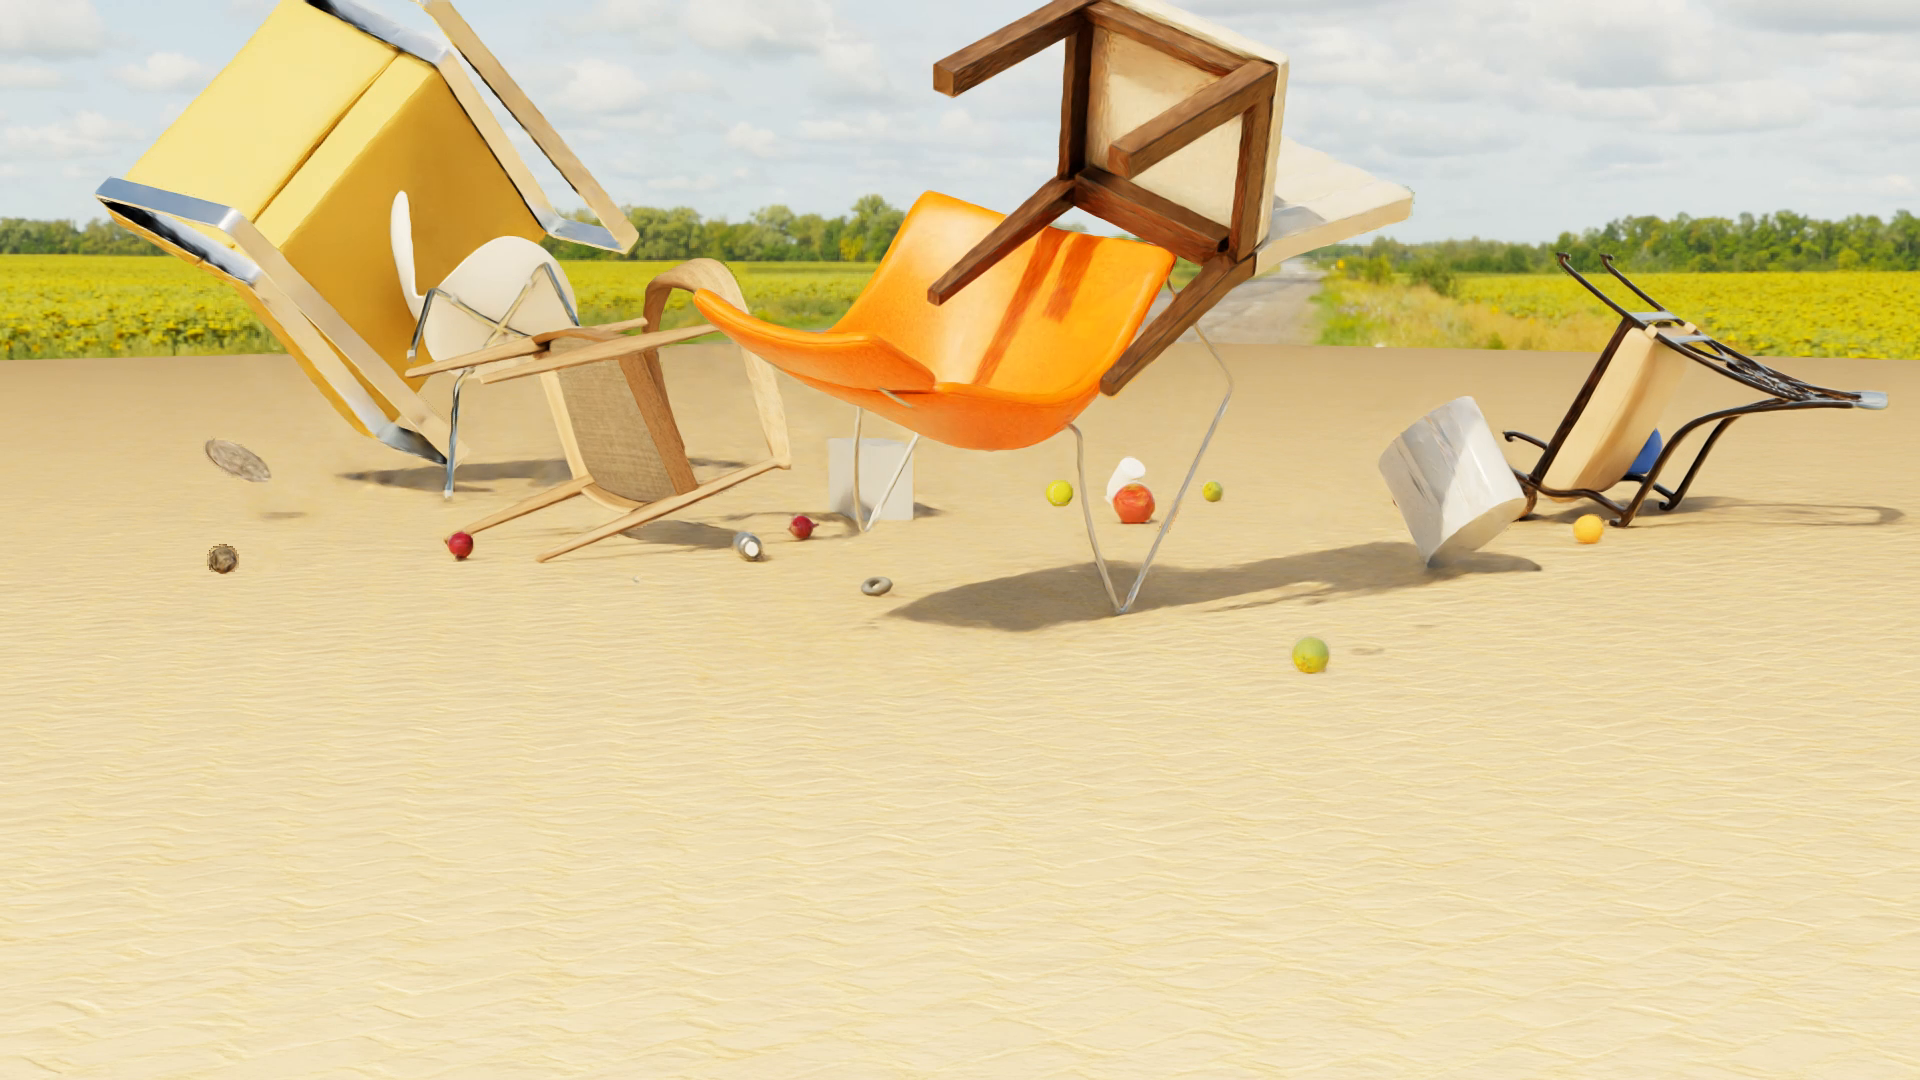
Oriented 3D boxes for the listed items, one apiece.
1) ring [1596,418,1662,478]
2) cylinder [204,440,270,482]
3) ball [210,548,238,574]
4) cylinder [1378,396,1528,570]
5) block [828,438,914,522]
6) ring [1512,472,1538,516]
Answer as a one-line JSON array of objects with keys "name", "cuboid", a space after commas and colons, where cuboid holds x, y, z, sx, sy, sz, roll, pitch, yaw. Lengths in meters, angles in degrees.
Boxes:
[{"name": "ring", "cuboid": [1.911, -0.262, 7.322, 0.188, 0.173, 0.056, -16, -14, 26]}, {"name": "cylinder", "cuboid": [-1.950, -0.213, 6.924, 0.182, 0.077, 0.125, 32, -8, -20]}, {"name": "ball", "cuboid": [-1.631, 0.045, 5.678, 0.060, 0.060, 0.060, 0, 6, 0]}, {"name": "cylinder", "cuboid": [1.088, -0.125, 5.683, 0.163, 0.265, 0.295, -2, -31, -39]}, {"name": "block", "cuboid": [-0.249, -0.170, 7.077, 0.150, 0.202, 0.357, -2, 6, -16]}, {"name": "ring", "cuboid": [1.387, -0.124, 7.029, 0.337, 0.124, 0.427, -5, 7, -33]}]
